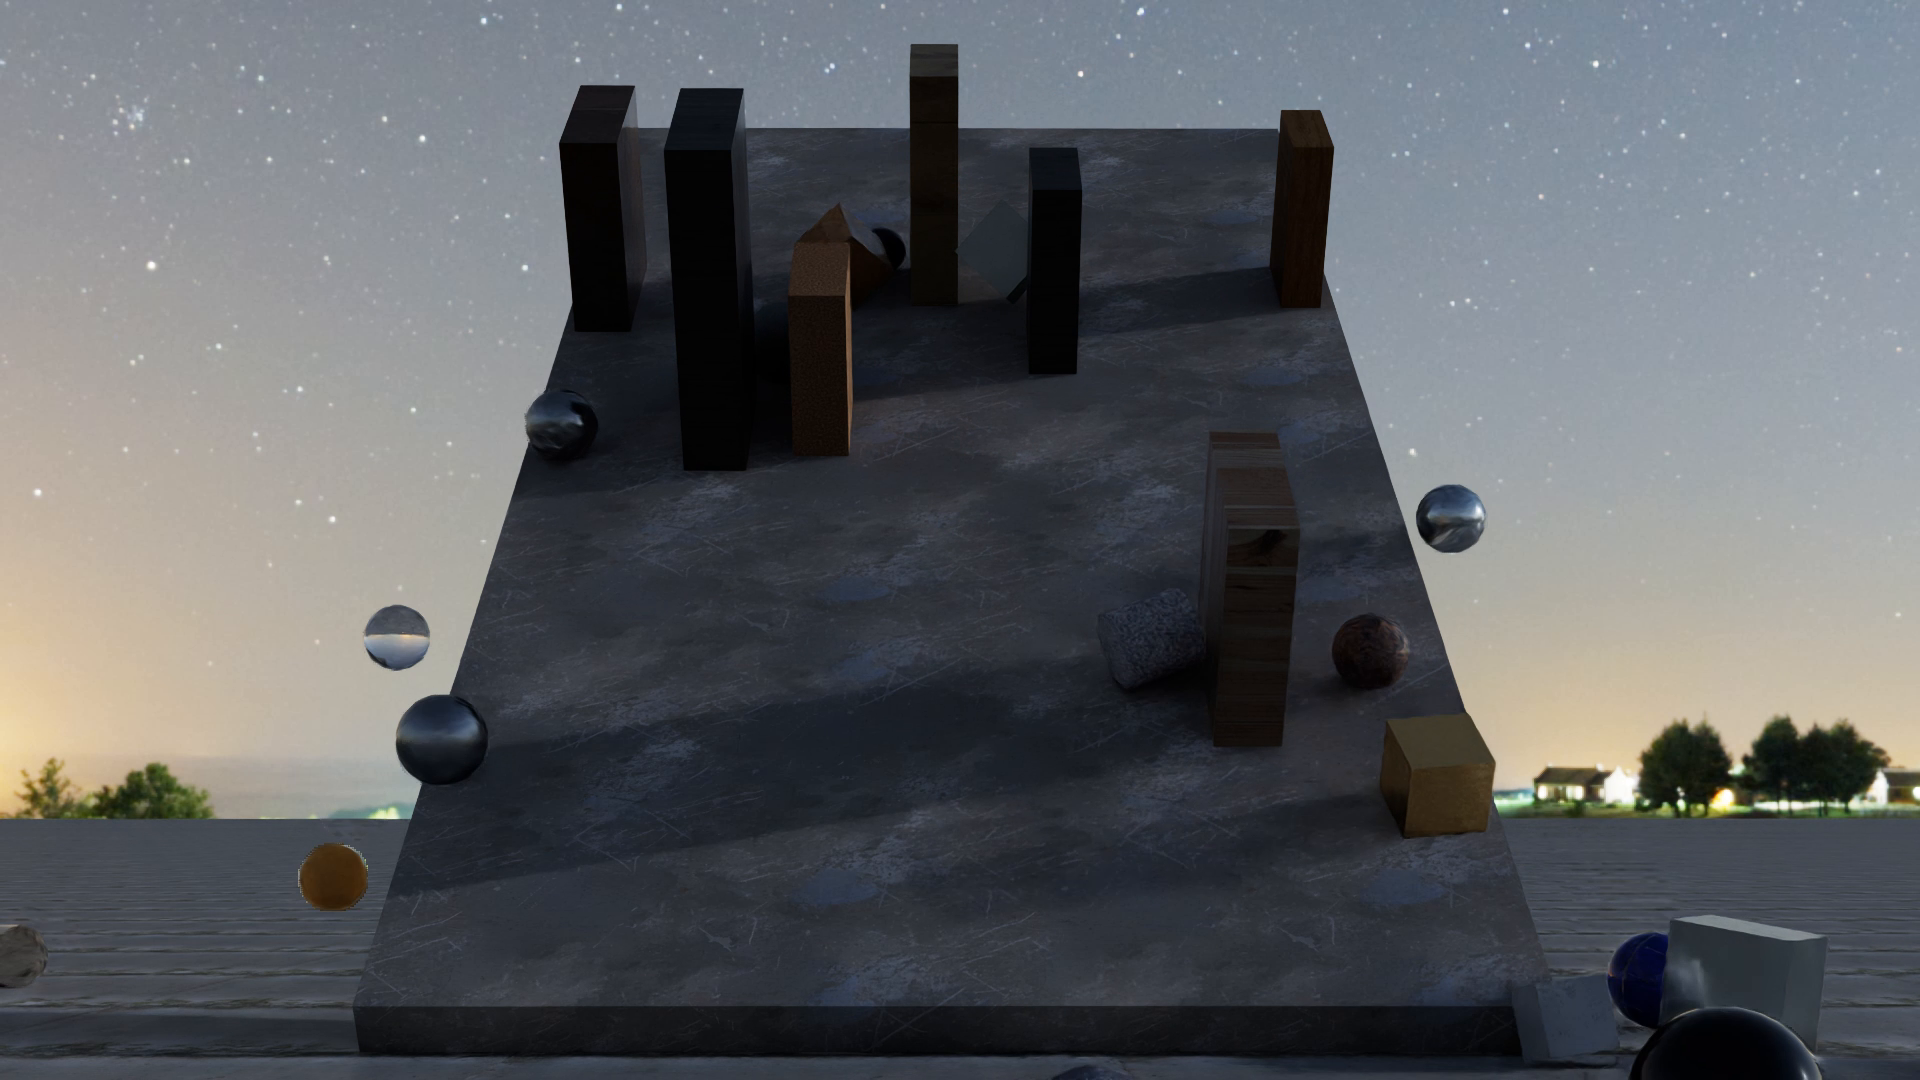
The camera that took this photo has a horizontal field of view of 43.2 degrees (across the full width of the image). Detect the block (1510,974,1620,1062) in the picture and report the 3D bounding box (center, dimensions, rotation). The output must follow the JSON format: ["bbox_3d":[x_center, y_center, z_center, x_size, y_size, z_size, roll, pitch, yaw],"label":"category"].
[{"bbox_3d":[0.957,0.756,3.840,0.116,0.116,0.116,-7,-13,-9],"label":"block"}]

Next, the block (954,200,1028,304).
[{"bbox_3d":[0.123,-0.744,6.272,0.180,0.180,0.180,43,5,5],"label":"block"}]

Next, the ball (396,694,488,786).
[{"bbox_3d":[-0.965,0.372,4.517,0.170,0.170,0.170,0,-6,0],"label":"ball"}]

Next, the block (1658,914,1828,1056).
[{"bbox_3d":[1.288,0.736,3.990,0.197,0.197,0.197,6,-1,37],"label":"block"}]

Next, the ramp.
[{"bbox_3d":[-0.014,-0.204,5.761,2.000,0.100,4.000,0,31,0],"label":"ramp"}]

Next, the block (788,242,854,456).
[{"bbox_3d":[-0.323,-0.447,5.669,0.129,0.409,0.293,0,31,0],"label":"block"}]

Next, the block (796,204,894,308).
[{"bbox_3d":[-0.303,-0.733,6.302,0.165,0.165,0.165,-40,-51,16],"label":"block"}]

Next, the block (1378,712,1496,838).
[{"bbox_3d":[0.872,0.431,4.443,0.156,0.156,0.156,-4,31,-7],"label":"block"}]

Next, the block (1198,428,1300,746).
[{"bbox_3d":[0.552,0.090,4.695,0.131,0.484,0.387,0,31,0],"label":"block"}]

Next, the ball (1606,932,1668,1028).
[{"bbox_3d":[1.295,0.819,4.515,0.178,0.178,0.178,0,-6,0],"label":"ball"}]

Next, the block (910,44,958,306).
[{"bbox_3d":[-0.066,-0.944,6.296,0.122,0.628,0.241,0,31,0],"label":"block"}]

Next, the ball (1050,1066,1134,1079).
[{"bbox_3d":[0.133,0.600,2.428,0.146,0.146,0.146,0,-6,0],"label":"ball"}]

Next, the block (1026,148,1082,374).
[{"bbox_3d":[0.230,-0.692,6.008,0.118,0.489,0.272,0,31,0],"label":"block"}]

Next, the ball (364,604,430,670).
[{"bbox_3d":[-1.182,0.205,5.093,0.137,0.137,0.137,0,-6,0],"label":"ball"}]

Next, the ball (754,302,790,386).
[{"bbox_3d":[-0.429,-0.480,5.927,0.203,0.203,0.203,0,-6,0],"label":"ball"}]

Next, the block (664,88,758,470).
[{"bbox_3d":[-0.564,-0.593,5.548,0.144,0.783,0.380,0,31,0],"label":"block"}]

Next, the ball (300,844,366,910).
[{"bbox_3d":[-1.275,0.686,4.936,0.131,0.131,0.131,0,-6,0],"label":"ball"}]

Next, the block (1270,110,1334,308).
[{"bbox_3d":[0.893,-0.868,6.352,0.103,0.446,0.265,0,31,0],"label":"block"}]

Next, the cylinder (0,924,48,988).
[{"bbox_3d":[-2.207,0.958,5.593,0.141,0.141,0.141,-5,-8,39],"label":"cylinder"}]

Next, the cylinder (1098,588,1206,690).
[{"bbox_3d":[0.379,0.195,4.805,0.160,0.160,0.160,-19,-2,-13],"label":"cylinder"}]

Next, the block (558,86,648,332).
[{"bbox_3d":[-0.915,-0.858,6.259,0.142,0.512,0.408,0,31,0],"label":"block"}]

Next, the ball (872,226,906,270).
[{"bbox_3d":[-0.210,-0.775,6.499,0.129,0.129,0.129,0,-6,0],"label":"ball"}]

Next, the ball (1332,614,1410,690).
[{"bbox_3d":[0.813,0.221,4.802,0.152,0.152,0.152,0,-6,0],"label":"ball"}]

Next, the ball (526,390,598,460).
[{"bbox_3d":[-0.920,-0.266,5.601,0.164,0.164,0.164,0,-6,0],"label":"ball"}]

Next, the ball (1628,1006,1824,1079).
[{"bbox_3d":[0.789,0.581,2.495,0.200,0.200,0.200,0,-6,0],"label":"ball"}]

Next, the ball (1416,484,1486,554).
[{"bbox_3d":[1.073,-0.047,5.302,0.152,0.152,0.152,0,-6,0],"label":"ball"}]
